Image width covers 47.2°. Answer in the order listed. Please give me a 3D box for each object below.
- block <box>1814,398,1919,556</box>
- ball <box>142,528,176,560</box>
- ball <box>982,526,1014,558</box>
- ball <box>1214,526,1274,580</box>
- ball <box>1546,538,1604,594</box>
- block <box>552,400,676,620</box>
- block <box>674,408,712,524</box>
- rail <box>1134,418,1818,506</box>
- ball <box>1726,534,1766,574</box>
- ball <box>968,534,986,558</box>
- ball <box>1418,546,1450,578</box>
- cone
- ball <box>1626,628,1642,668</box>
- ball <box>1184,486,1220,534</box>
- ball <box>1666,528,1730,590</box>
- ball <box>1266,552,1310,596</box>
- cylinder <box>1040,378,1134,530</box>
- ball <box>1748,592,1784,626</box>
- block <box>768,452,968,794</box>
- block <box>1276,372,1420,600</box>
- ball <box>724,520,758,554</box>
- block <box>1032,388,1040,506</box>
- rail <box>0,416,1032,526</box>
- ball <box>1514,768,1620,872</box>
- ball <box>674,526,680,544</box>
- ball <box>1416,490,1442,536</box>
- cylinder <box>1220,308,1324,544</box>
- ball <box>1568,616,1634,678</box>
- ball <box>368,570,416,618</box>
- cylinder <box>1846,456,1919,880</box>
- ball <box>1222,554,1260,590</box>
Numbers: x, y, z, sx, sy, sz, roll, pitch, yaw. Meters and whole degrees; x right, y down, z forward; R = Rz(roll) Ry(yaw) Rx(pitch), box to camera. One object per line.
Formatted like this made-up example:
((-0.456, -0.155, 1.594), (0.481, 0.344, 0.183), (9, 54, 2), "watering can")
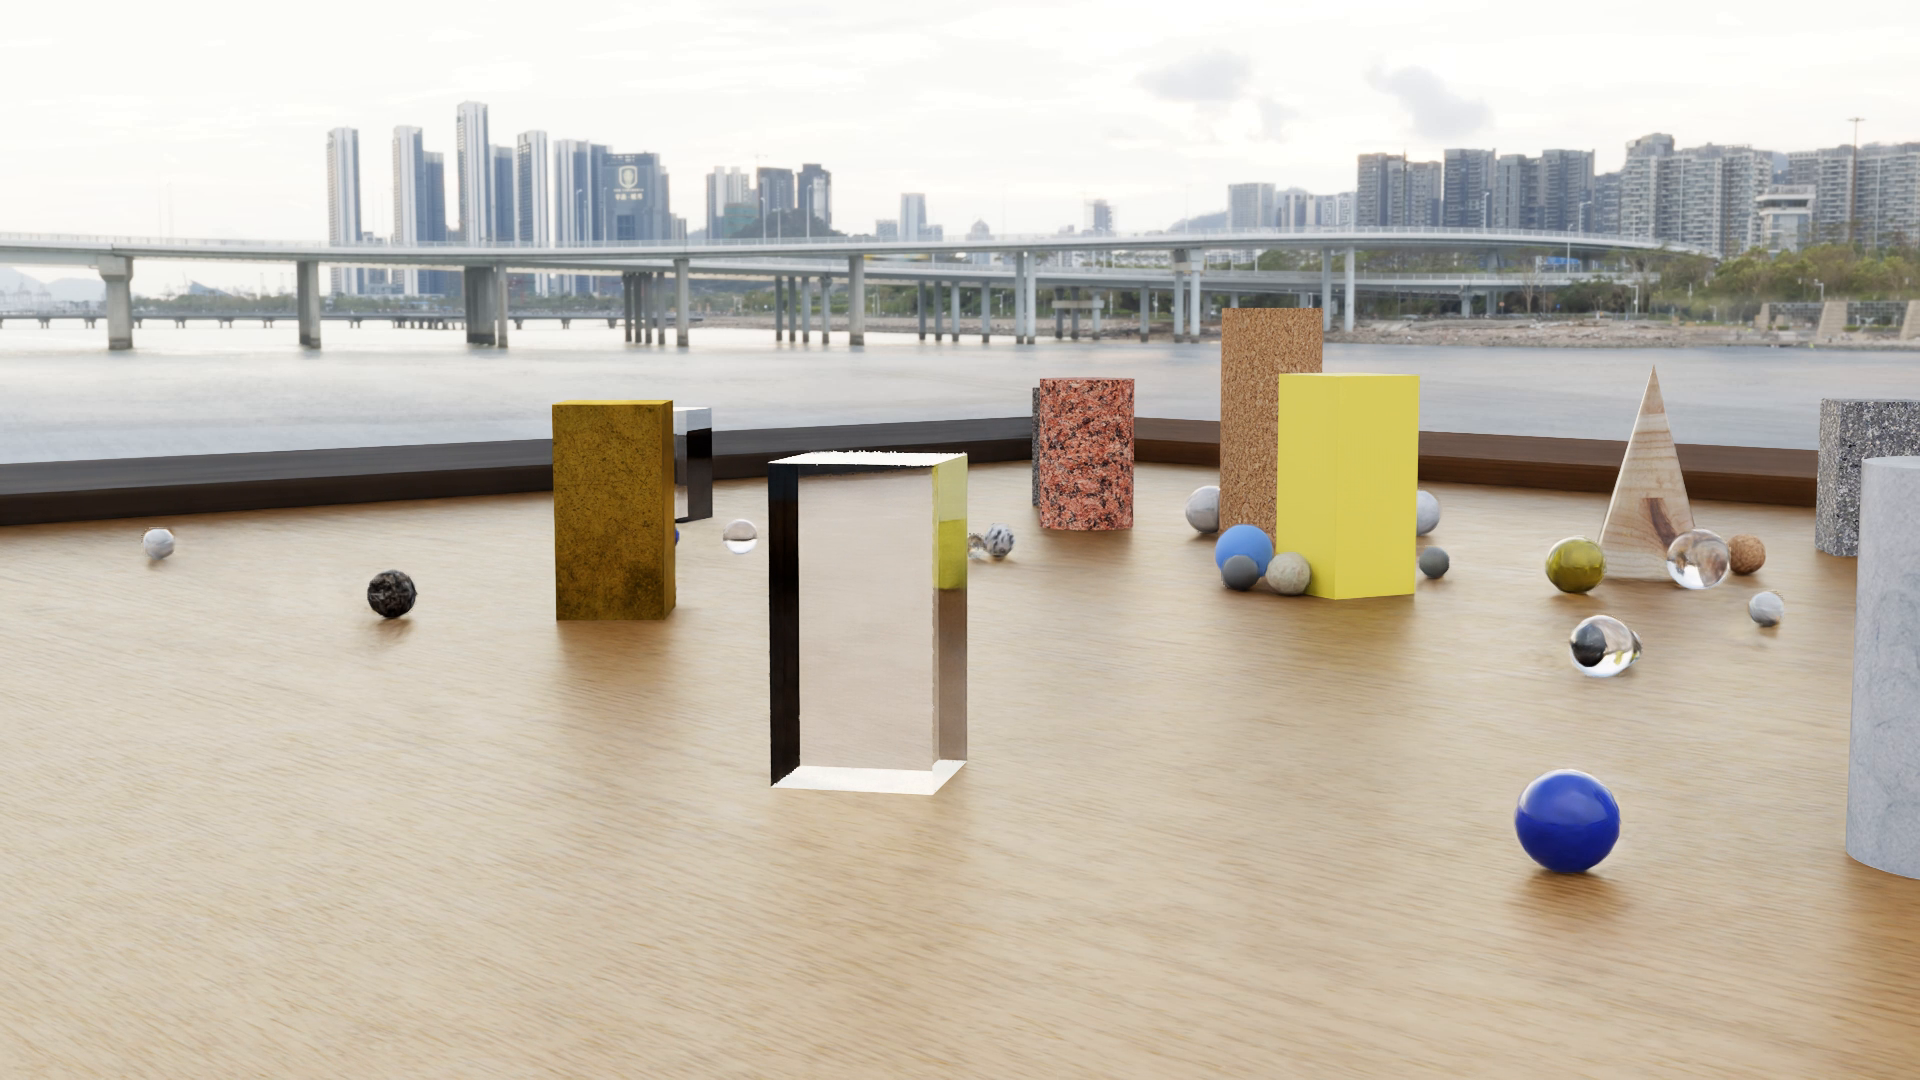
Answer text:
((1.671, -0.116, 4.030), (0.155, 0.279, 0.155), (1, 6, 8), "block")
((-1.432, 0.007, 3.931), (0.055, 0.055, 0.055), (0, 6, 0), "ball")
((0.070, 0.002, 3.963), (0.058, 0.058, 0.058), (0, 6, 0), "ball")
((0.462, 0.023, 3.582), (0.095, 0.095, 0.095), (0, 6, 0), "ball")
((0.963, 0.040, 3.444), (0.090, 0.090, 0.090), (0, 6, 0), "ball")
((-0.504, -0.047, 3.220), (0.155, 0.310, 0.155), (0, 6, -1), "block")
((-0.631, -0.161, 4.666), (0.155, 0.235, 0.155), (2, 6, 21), "block")
((1.852, -0.145, 5.032), (0.045, 0.126, 4.456), (-5, 8, -42), "rail")
((1.321, 0.024, 3.702), (0.068, 0.068, 0.068), (0, 6, 0), "ball")
((0.024, 0.012, 3.942), (0.042, 0.042, 0.042), (0, 6, 0), "ball")
((0.790, 0.037, 3.663), (0.051, 0.051, 0.051), (0, 6, 0), "ball")
((1.155, -0.118, 3.678), (0.194, 0.355, 0.194), (0, 6, 0), "cone")
((0.821, 0.134, 2.734), (0.052, 0.052, 0.052), (0, 6, 0), "ball")
((0.495, -0.060, 4.381), (0.094, 0.094, 0.094), (0, 6, 0), "ball")
((1.175, 0.031, 3.500), (0.097, 0.097, 0.097), (0, 6, 0), "ball")
((0.512, 0.052, 3.432), (0.069, 0.069, 0.069), (0, 6, 0), "ball")
((0.261, -0.180, 4.524), (0.194, 0.303, 0.194), (0, 6, 0), "cylinder")
((1.138, 0.097, 3.104), (0.048, 0.048, 0.048), (0, 6, 0), "ball")
((-0.085, 0.074, 2.099), (0.155, 0.304, 0.155), (1, 6, 12), "block")
((0.610, -0.090, 3.472), (0.155, 0.342, 0.155), (-3, 7, -27), "block")
((-0.400, -0.006, 4.008), (0.064, 0.064, 0.064), (0, 6, 0), "ball")
((0.273, -0.213, 4.998), (0.155, 0.269, 0.155), (5, 8, 41), "block")
((-1.495, -0.136, 4.943), (5.087, 0.126, 0.045), (-5, 8, -42), "rail")
((0.481, 0.223, 1.744), (0.082, 0.082, 0.082), (0, 6, 0), "ball")
((-0.545, -0.006, 4.059), (0.054, 0.054, 0.054), (0, 6, 0), "ball")
((0.903, -0.053, 4.336), (0.090, 0.090, 0.090), (0, 6, 0), "ball")
((0.603, -0.226, 4.266), (0.194, 0.447, 0.194), (0, 6, 0), "cylinder")
((0.776, 0.129, 2.663), (0.076, 0.076, 0.076), (0, 6, 0), "ball")
((-0.823, 0.078, 3.185), (0.069, 0.069, 0.069), (0, 6, 0), "ball")
((0.824, 0.099, 1.771), (0.194, 0.322, 0.194), (0, 6, 0), "cylinder")
((0.446, 0.052, 3.488), (0.058, 0.058, 0.058), (0, 6, 0), "ball")
